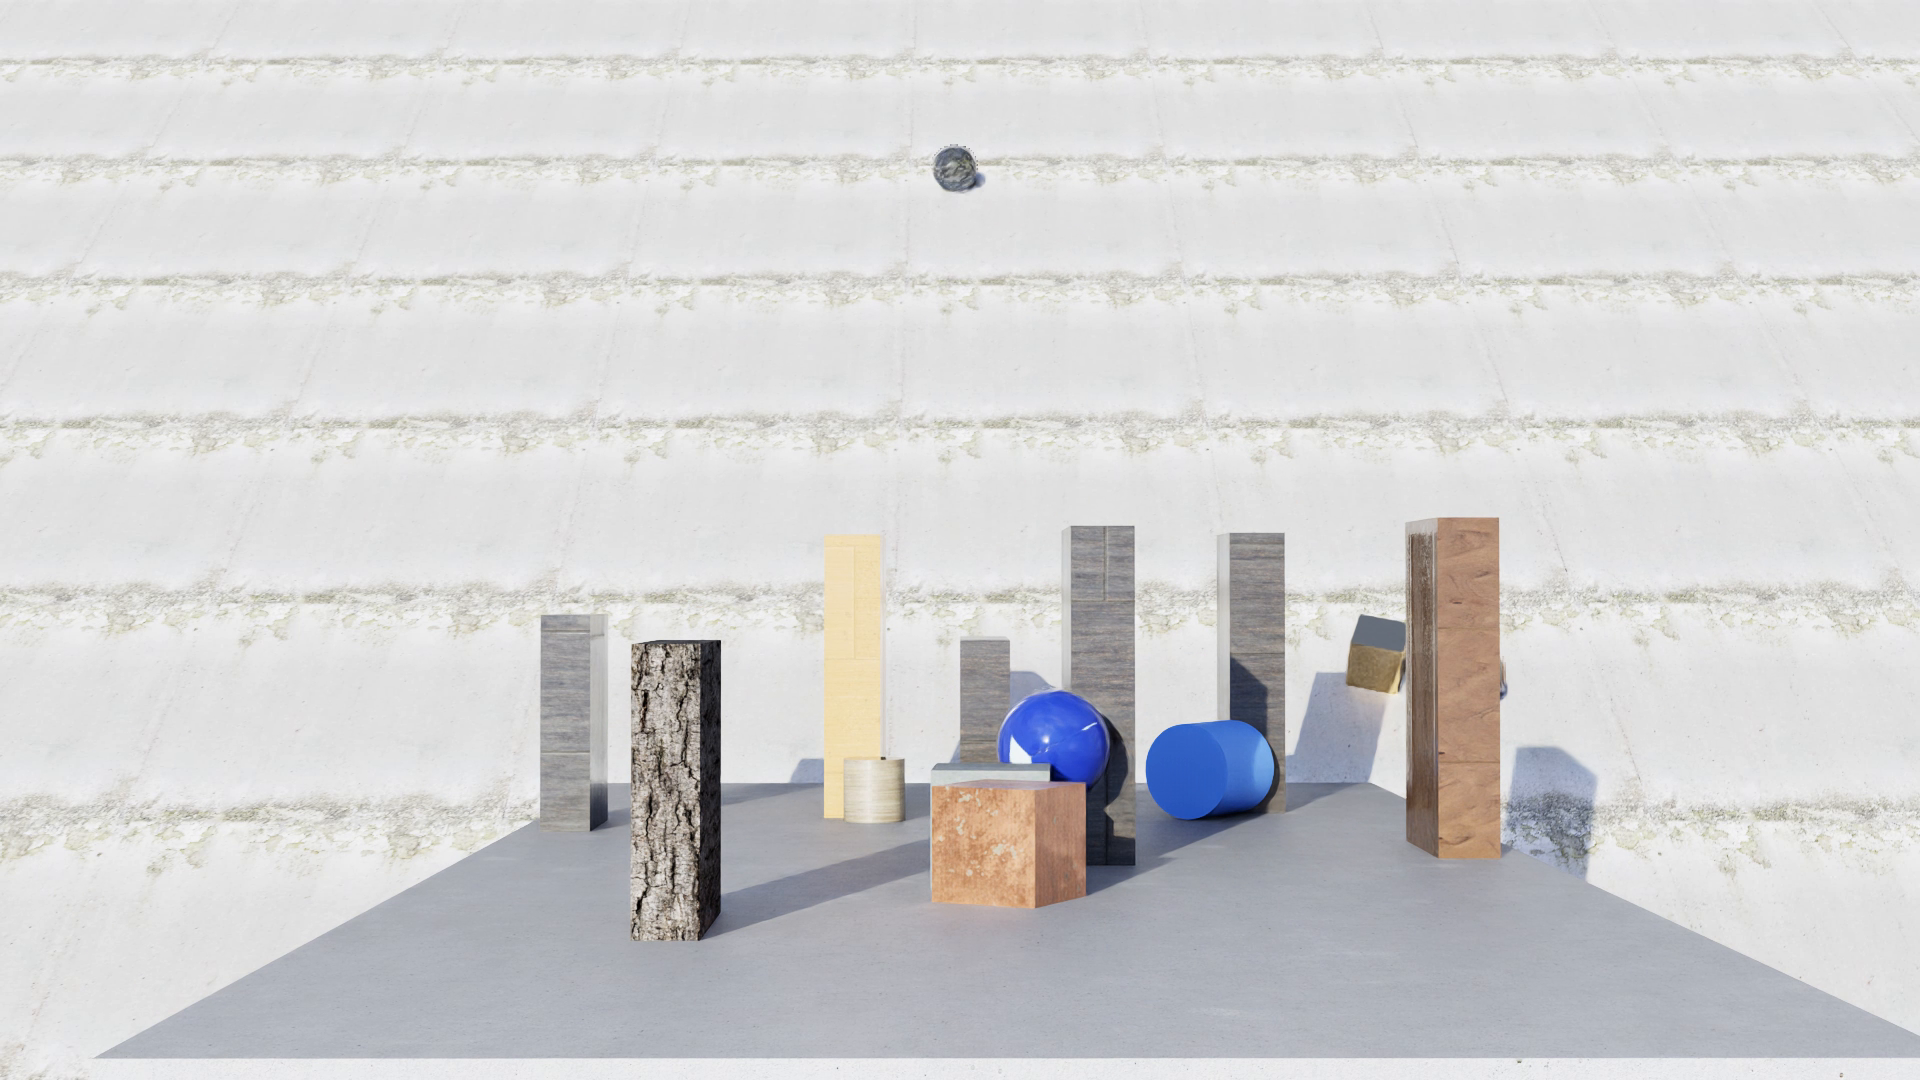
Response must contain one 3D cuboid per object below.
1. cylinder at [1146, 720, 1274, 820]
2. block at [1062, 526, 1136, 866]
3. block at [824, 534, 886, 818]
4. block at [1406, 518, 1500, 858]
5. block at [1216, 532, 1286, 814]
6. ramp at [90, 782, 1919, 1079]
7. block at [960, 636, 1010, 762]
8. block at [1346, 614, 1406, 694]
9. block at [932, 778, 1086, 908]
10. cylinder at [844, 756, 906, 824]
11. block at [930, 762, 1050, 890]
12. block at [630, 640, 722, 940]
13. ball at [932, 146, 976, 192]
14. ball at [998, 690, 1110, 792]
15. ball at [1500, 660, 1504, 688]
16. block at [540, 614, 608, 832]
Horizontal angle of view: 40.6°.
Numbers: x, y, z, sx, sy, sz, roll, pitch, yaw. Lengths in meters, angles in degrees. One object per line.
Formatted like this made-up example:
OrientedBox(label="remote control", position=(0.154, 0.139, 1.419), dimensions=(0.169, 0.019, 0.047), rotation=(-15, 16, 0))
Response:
OrientedBox(label="cylinder", position=(0.553, 0.507, 5.741), dimensions=(0.208, 0.208, 0.208), rotation=(25, 13, 33))
OrientedBox(label="block", position=(0.260, 0.287, 4.935), dimensions=(0.117, 0.618, 0.433), rotation=(0, -1, 0))
OrientedBox(label="block", position=(-0.237, 0.304, 5.940), dimensions=(0.124, 0.624, 0.443), rotation=(0, -1, 0))
OrientedBox(label="block", position=(0.950, 0.279, 5.014), dimensions=(0.116, 0.636, 0.350), rotation=(0, -1, 0))
OrientedBox(label="block", position=(0.669, 0.301, 5.979), dimensions=(0.125, 0.631, 0.287), rotation=(0, -1, 0))
OrientedBox(label="ramp", position=(0.074, 0.643, 4.762), dimensions=(2.000, 0.100, 4.000), rotation=(0, -1, 0))
OrientedBox(label="block", position=(0.045, 0.391, 4.916), dimensions=(0.091, 0.410, 0.445), rotation=(0, -1, 0))
OrientedBox(label="block", position=(1.172, 0.320, 7.259), dimensions=(0.146, 0.146, 0.146), rotation=(10, 35, 15))
OrientedBox(label="block", position=(0.080, 0.489, 4.203), dimensions=(0.185, 0.185, 0.185), rotation=(-1, -1, 28))
OrientedBox(label="cylinder", position=(-0.187, 0.543, 5.646), dimensions=(0.135, 0.135, 0.135), rotation=(0, -1, 0))
OrientedBox(label="block", position=(0.055, 0.486, 4.427), dimensions=(0.199, 0.199, 0.199), rotation=(0, -1, 3))
OrientedBox(label="block", position=(-0.421, 0.363, 3.865), dimensions=(0.099, 0.423, 0.329), rotation=(0, -1, 0))
OrientedBox(label="ball", position=(-0.022, -1.415, 9.888), dimensions=(0.168, 0.168, 0.168), rotation=(0, 33, 0))
OrientedBox(label="ball", position=(0.168, 0.367, 4.622), dimensions=(0.201, 0.201, 0.201), rotation=(0, 33, 0))
OrientedBox(label="ball", position=(1.401, 0.366, 7.147), dimensions=(0.191, 0.191, 0.191), rotation=(0, 33, 0))
OrientedBox(label="block", position=(-0.820, 0.383, 5.523), dimensions=(0.104, 0.450, 0.277), rotation=(0, -1, 0))
